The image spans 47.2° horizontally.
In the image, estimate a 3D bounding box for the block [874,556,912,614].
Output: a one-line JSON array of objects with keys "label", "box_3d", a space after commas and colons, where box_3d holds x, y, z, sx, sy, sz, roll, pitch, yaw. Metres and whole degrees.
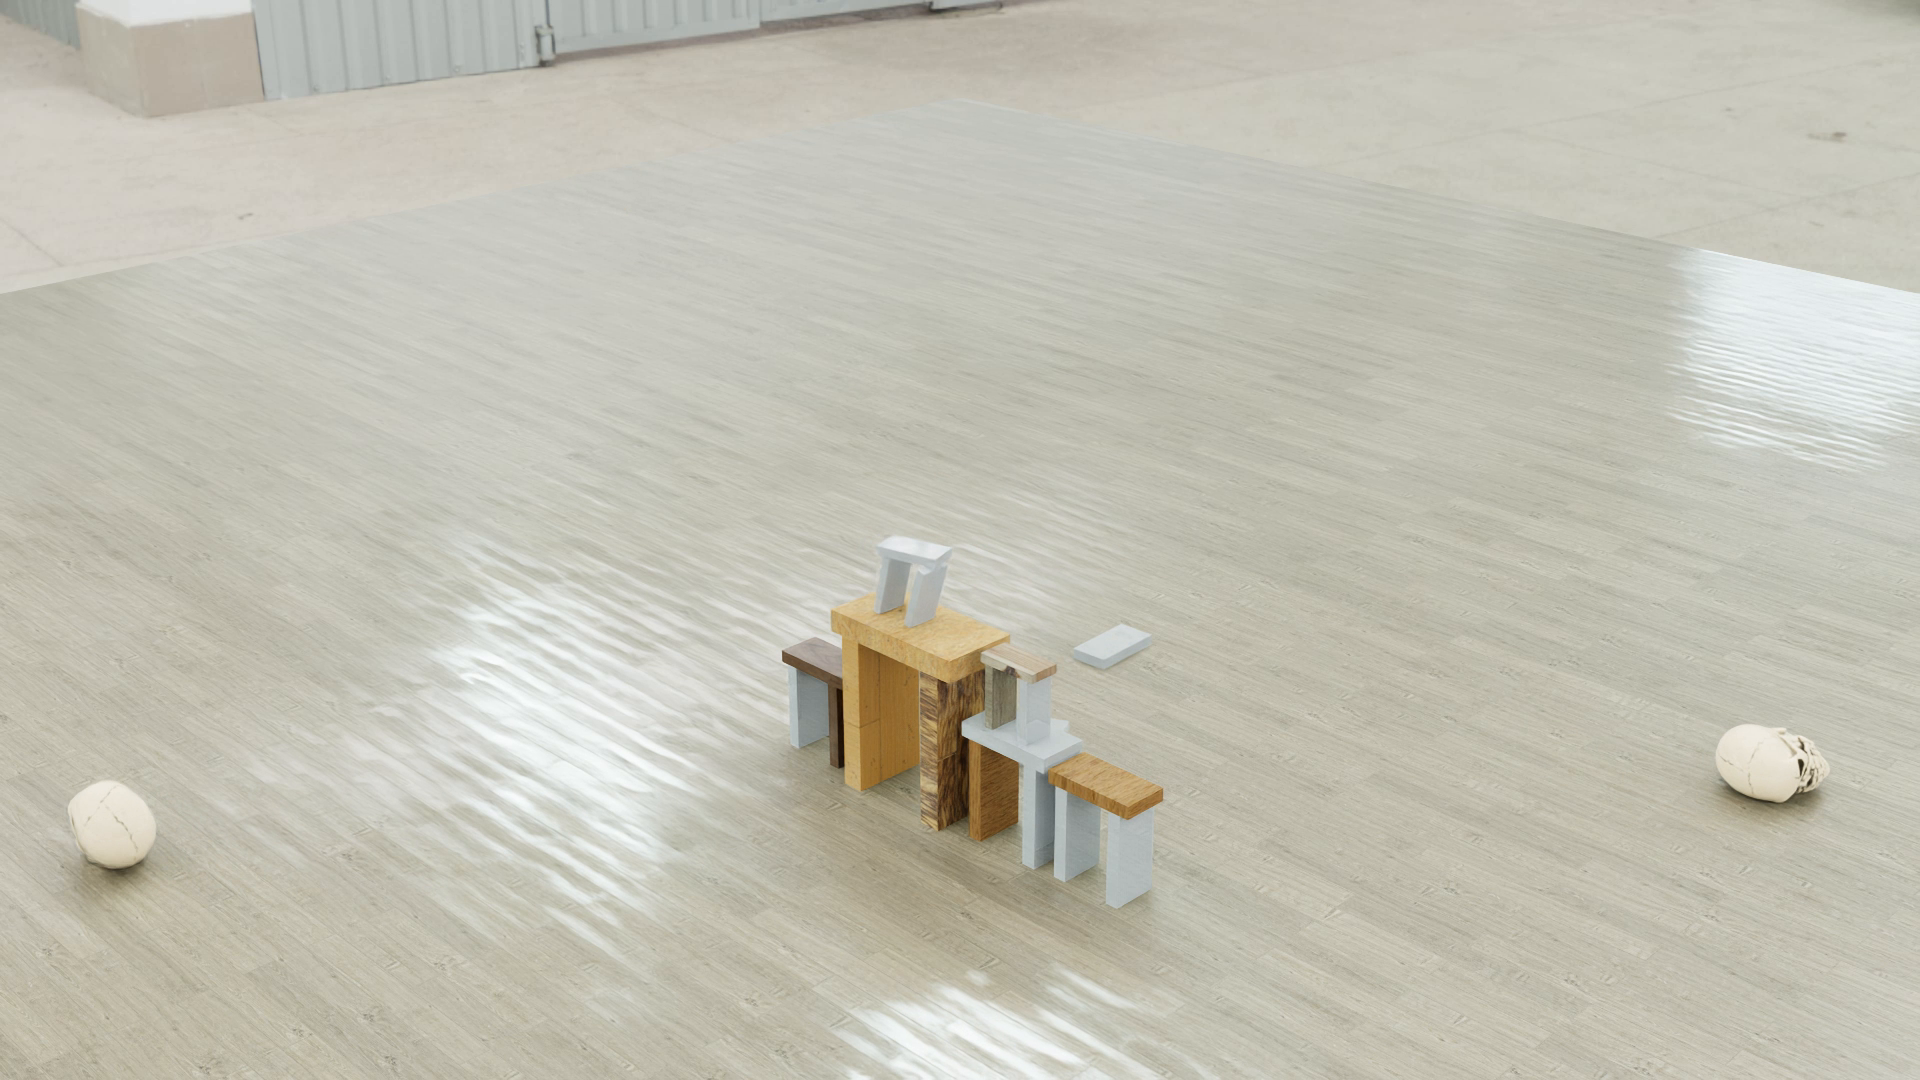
[{"label": "block", "box_3d": [-0.133, 0.081, 4.406, 0.067, 0.134, 0.019, -21, 45, -41]}]

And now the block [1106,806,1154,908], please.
[{"label": "block", "box_3d": [0.320, 0.583, 4.131, 0.028, 0.199, 0.099, 21, 31, 41]}]

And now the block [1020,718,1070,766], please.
[{"label": "block", "box_3d": [0.164, 0.432, 4.710, 0.090, 0.025, 0.180, 8, 24, 19]}]

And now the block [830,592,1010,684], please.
[{"label": "block", "box_3d": [-0.081, 0.185, 4.394, 0.339, 0.048, 0.170, 21, 31, 40]}]

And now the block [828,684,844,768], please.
[{"label": "block", "box_3d": [-0.231, 0.377, 4.629, 0.027, 0.191, 0.095, 21, 31, 41]}]

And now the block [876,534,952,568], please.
[{"label": "block", "box_3d": [-0.091, 0.023, 4.348, 0.134, 0.019, 0.067, 13, 26, 26]}]

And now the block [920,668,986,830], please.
[{"label": "block", "box_3d": [-0.002, 0.395, 4.395, 0.048, 0.339, 0.170, 21, 31, 41]}]

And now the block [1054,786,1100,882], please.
[{"label": "block", "box_3d": [0.226, 0.547, 4.217, 0.028, 0.199, 0.099, 21, 31, 41]}]

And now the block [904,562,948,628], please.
[{"label": "block", "box_3d": [-0.067, 0.107, 4.346, 0.067, 0.134, 0.019, -21, 49, -41]}]

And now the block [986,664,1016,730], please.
[{"label": "block", "box_3d": [0.079, 0.293, 4.256, 0.019, 0.136, 0.068, 21, 31, 41]}]

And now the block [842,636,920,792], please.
[{"label": "block", "box_3d": [-0.162, 0.333, 4.542, 0.048, 0.339, 0.170, 21, 31, 41]}]

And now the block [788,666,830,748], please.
[{"label": "block", "box_3d": [-0.321, 0.342, 4.711, 0.027, 0.191, 0.095, 21, 31, 41]}]

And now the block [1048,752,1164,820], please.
[{"label": "block", "box_3d": [0.273, 0.461, 4.130, 0.199, 0.028, 0.099, 21, 31, 41]}]

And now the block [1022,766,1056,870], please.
[{"label": "block", "box_3d": [0.171, 0.518, 4.260, 0.031, 0.219, 0.109, 21, 31, 41]}]

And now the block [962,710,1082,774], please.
[{"label": "block", "box_3d": [0.119, 0.383, 4.259, 0.219, 0.031, 0.109, 21, 31, 41]}]

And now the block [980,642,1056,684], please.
[{"label": "block", "box_3d": [0.111, 0.234, 4.196, 0.068, 0.019, 0.136, -21, 31, -41]}]

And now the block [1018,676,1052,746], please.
[{"label": "block", "box_3d": [0.143, 0.318, 4.197, 0.019, 0.136, 0.068, 21, 31, 41]}]

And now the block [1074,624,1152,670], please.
[{"label": "block", "box_3d": [0.357, 0.249, 5.142, 0.090, 0.025, 0.180, 19, 30, 38]}]

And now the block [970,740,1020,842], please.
[{"label": "block", "box_3d": [0.068, 0.478, 4.355, 0.031, 0.219, 0.109, 21, 31, 41]}]

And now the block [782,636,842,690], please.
[{"label": "block", "box_3d": [-0.276, 0.259, 4.627, 0.191, 0.027, 0.095, 21, 31, 41]}]
